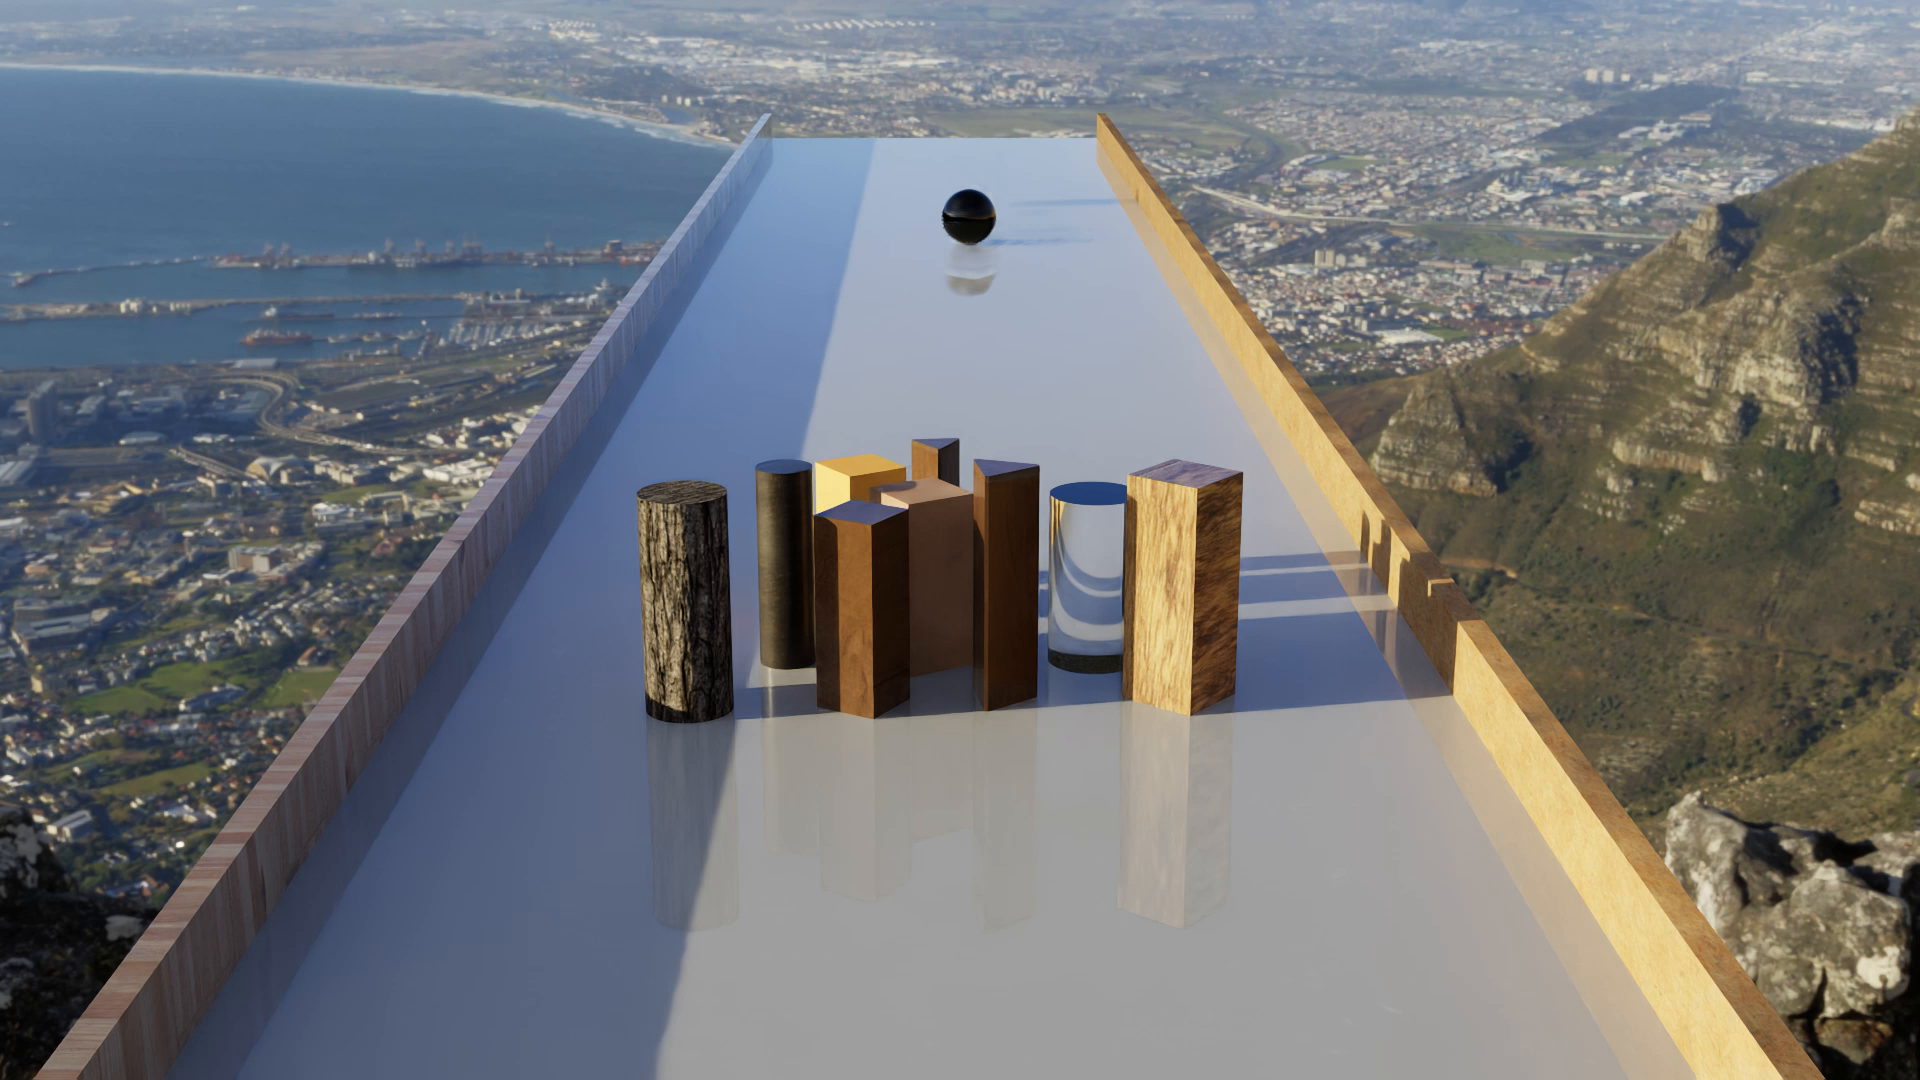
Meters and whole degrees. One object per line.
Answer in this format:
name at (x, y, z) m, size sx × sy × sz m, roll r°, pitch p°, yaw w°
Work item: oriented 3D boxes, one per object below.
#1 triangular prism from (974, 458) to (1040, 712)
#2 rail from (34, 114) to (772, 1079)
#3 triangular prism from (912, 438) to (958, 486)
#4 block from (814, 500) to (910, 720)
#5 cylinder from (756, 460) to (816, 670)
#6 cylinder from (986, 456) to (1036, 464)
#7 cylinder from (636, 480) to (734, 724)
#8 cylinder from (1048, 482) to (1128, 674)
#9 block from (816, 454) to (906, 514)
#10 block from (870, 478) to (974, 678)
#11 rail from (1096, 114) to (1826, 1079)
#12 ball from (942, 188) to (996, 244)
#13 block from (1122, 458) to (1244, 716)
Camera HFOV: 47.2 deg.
triangular prism at (0.063, 0.080, 4.155) m, size 0.128 × 0.458 × 0.111 m, roll -13°, pitch 21°, yaw -37°
rail at (-1.118, -0.838, 7.780) m, size 0.050 × 0.150 × 12.000 m, roll 0°, pitch 17°, yaw -1°
triangular prism at (-0.039, -0.063, 4.871) m, size 0.090 × 0.322 × 0.104 m, roll -12°, pitch 20°, yaw -34°
block at (-0.183, 0.129, 4.132) m, size 0.128 × 0.377 × 0.128 m, roll 10°, pitch 19°, yaw 30°
cylinder at (-0.344, 0.049, 4.358) m, size 0.112 × 0.402 × 0.112 m, roll 0°, pitch 17°, yaw 0°
cylinder at (0.106, -0.005, 4.665) m, size 0.111 × 0.330 × 0.111 m, roll 0°, pitch 17°, yaw 0°
cylinder at (-0.511, 0.115, 4.100) m, size 0.165 × 0.422 × 0.165 m, roll 0°, pitch 17°, yaw 0°
cylinder at (0.265, 0.074, 4.373) m, size 0.179 × 0.345 × 0.179 m, roll 0°, pitch 17°, yaw 0°
block at (-0.208, 0.001, 4.646) m, size 0.138 × 0.329 × 0.138 m, roll -11°, pitch 20°, yaw -32°
block at (-0.076, 0.072, 4.365) m, size 0.149 × 0.353 × 0.149 m, roll -10°, pitch 19°, yaw -31°
rail at (0.932, -0.844, 7.801) m, size 0.050 × 0.150 × 12.000 m, roll 0°, pitch 17°, yaw -1°
ball at (0.040, -1.401, 9.522) m, size 0.236 × 0.236 × 0.236 m, roll 0°, pitch 17°, yaw 0°
block at (0.420, 0.087, 4.159) m, size 0.155 × 0.441 × 0.155 m, roll 13°, pitch 21°, yaw 37°
